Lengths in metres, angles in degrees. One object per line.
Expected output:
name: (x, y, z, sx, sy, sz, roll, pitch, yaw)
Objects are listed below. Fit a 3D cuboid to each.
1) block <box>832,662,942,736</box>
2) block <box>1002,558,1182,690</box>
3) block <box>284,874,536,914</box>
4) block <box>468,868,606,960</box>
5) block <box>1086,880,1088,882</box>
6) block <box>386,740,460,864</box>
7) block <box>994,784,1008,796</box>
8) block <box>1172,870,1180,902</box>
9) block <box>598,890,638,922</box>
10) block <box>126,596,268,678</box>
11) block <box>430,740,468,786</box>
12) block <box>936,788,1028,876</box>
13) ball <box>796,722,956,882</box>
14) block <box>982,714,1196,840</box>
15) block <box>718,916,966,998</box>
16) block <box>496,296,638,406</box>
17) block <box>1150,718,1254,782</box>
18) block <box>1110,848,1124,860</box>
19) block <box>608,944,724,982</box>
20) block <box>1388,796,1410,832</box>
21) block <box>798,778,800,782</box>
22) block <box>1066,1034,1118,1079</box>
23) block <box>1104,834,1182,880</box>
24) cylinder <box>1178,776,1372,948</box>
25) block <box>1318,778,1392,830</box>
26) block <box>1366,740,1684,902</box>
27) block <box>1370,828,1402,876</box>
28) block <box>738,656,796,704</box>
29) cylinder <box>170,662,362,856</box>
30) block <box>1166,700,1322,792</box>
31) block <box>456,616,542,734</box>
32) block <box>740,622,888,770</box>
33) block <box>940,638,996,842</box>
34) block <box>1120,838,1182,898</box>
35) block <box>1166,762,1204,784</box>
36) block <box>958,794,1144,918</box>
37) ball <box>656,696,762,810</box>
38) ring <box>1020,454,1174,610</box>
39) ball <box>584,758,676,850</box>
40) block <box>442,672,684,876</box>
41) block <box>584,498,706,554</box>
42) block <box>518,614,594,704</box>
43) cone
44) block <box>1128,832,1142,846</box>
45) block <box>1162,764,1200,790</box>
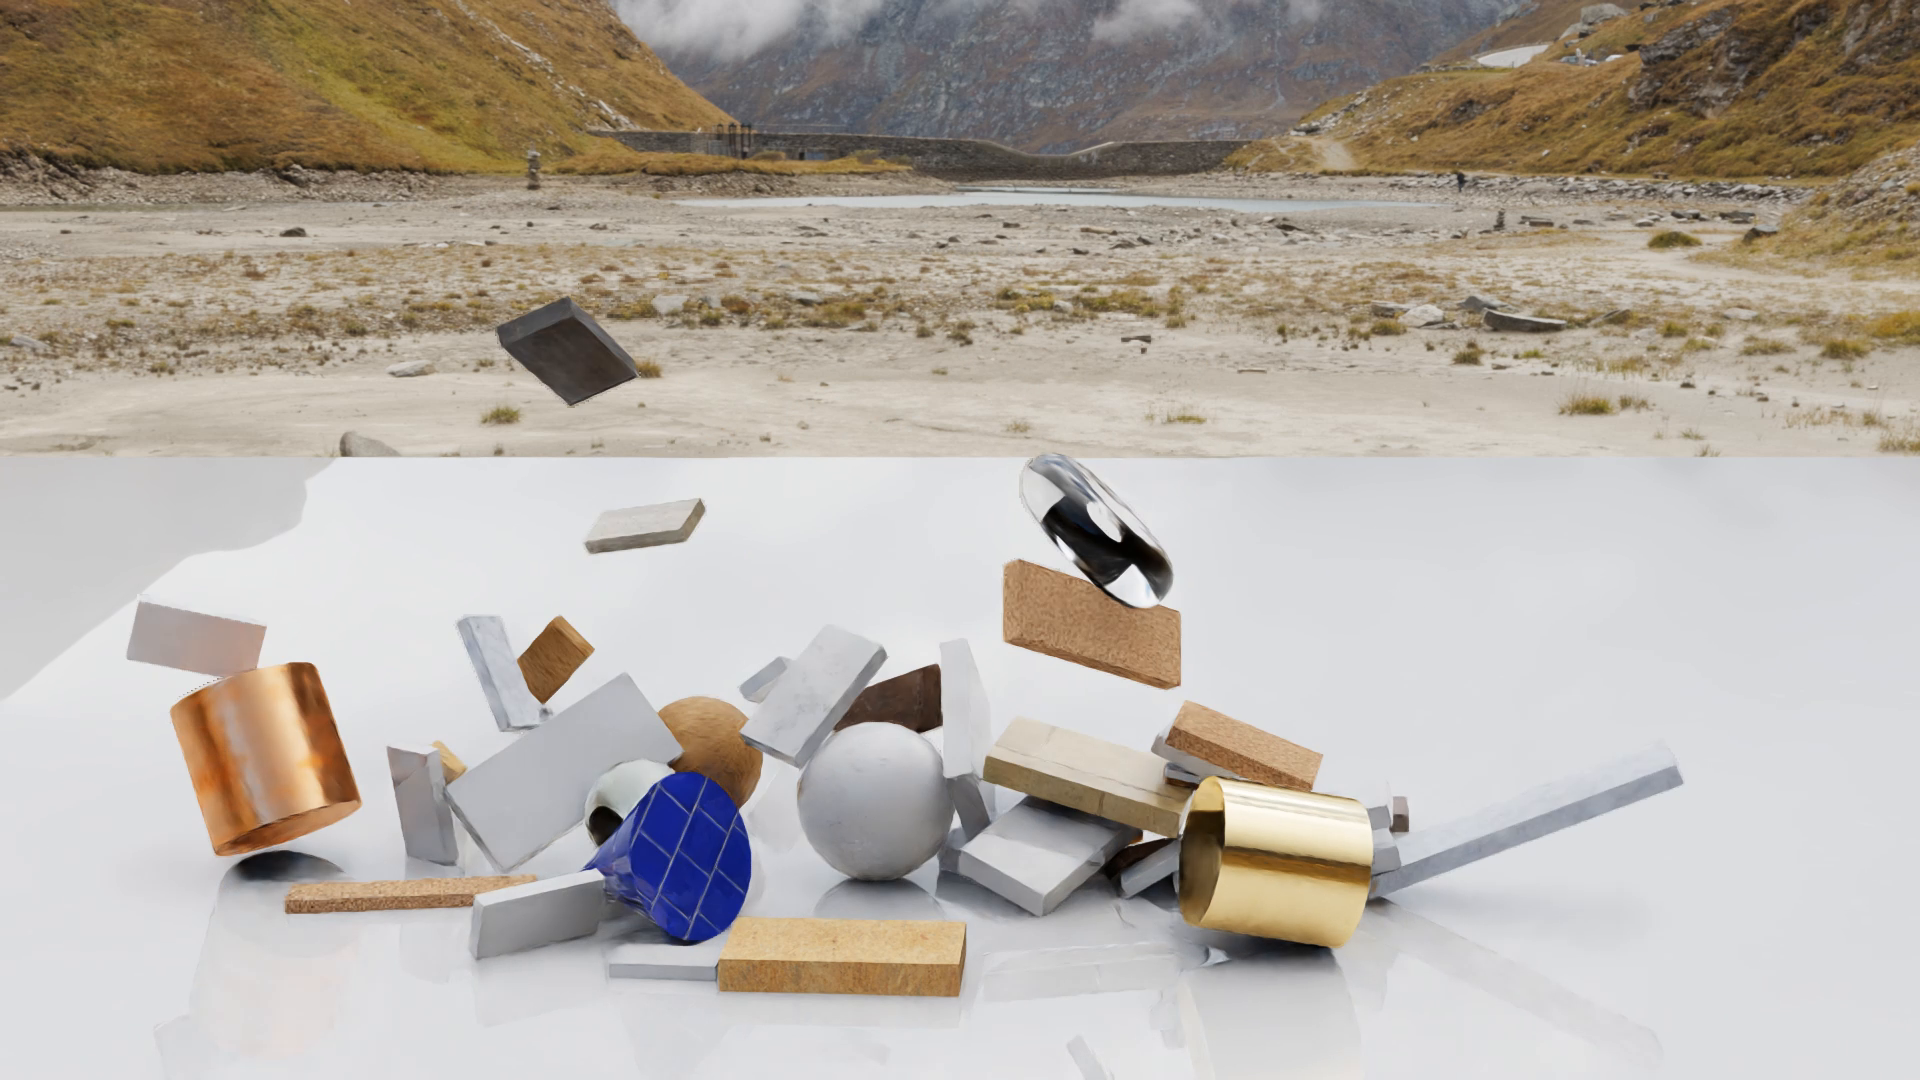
block: (-0.124, 0.310, 3.944, 0.222, 0.111, 0.031, -19, -12, -17)
block: (0.215, 0.138, 3.511, 0.360, 0.128, 0.036, 18, -27, -38)
block: (-0.904, 0.585, 3.632, 0.398, 0.023, 0.081, -1, 11, -7)
block: (-0.658, 0.581, 3.421, 0.207, 0.104, 0.029, -8, 32, -36)
block: (0.200, 0.565, 3.767, 0.045, 0.013, 0.091, 2, 11, 9)
block: (-0.933, 0.455, 3.818, 0.104, 0.207, 0.029, 6, 21, 35)
block: (0.090, 0.493, 3.998, 0.114, 0.032, 0.229, 3, 21, 20)
block: (0.487, 0.529, 3.639, 0.267, 0.038, 0.134, -14, 10, 9)
block: (-0.578, 0.588, 3.599, 0.207, 0.029, 0.104, -9, 14, -39)
block: (-1.345, 0.176, 3.879, 0.218, 0.109, 0.031, 13, 12, -19)
block: (-0.925, 0.439, 4.012, 0.081, 0.162, 0.023, 38, 58, 23)
block: (0.140, 0.486, 3.848, 0.178, 0.050, 0.356, 9, 28, 40)
ball: (-0.142, 0.442, 3.727, 0.269, 0.269, 0.269, 0, 11, 0)
block: (0.227, 0.399, 3.734, 0.341, 0.048, 0.171, 16, 24, 14)
block: (-0.173, 0.628, 3.324, 0.355, 0.050, 0.178, 1, 11, 4)
block: (-0.637, -0.306, 3.590, 0.128, 0.036, 0.256, -22, -23, 8)
block: (0.457, 0.377, 3.690, 0.249, 0.035, 0.125, 26, 23, 18)
block: (0.277, 0.546, 3.818, 0.045, 0.013, 0.091, -10, 2, -43)
block: (-0.442, 0.640, 3.335, 0.162, 0.023, 0.081, 1, 11, 6)
block: (0.710, 0.501, 4.057, 0.229, 0.032, 0.114, 2, 11, 8)
block: (-0.256, 0.459, 4.304, 0.088, 0.025, 0.175, 1, 11, 8)
block: (0.189, 0.702, 2.813, 0.025, 0.088, 0.175, -39, 12, -3)
block: (0.332, 0.538, 3.754, 0.161, 0.023, 0.081, -7, -30, -35)
cylinder: (0.485, 0.499, 3.410, 0.233, 0.233, 0.233, 10, 9, -9)
block: (0.581, 0.461, 3.651, 0.267, 0.038, 0.134, -13, 9, 14)
block: (0.903, 0.464, 3.611, 0.554, 0.035, 0.125, -23, 9, 13)
block: (0.589, 0.538, 3.658, 0.267, 0.038, 0.134, -15, 10, 5)
block: (-0.361, 0.297, 4.533, 0.111, 0.031, 0.222, -37, -20, 10)
cylinder: (-1.203, 0.380, 3.818, 0.257, 0.257, 0.257, -21, -10, -4)
block: (0.476, 0.350, 3.673, 0.249, 0.035, 0.125, 22, 22, 9)
block: (-0.938, 0.272, 4.479, 0.031, 0.246, 0.109, -29, -12, 20)
block: (-0.249, 0.264, 3.764, 0.128, 0.036, 0.256, 20, 60, 35)
block: (0.014, 0.348, 3.821, 0.048, 0.171, 0.341, -13, 38, 8)
block: (0.342, 0.534, 3.656, 0.161, 0.023, 0.081, -31, 6, 6)
block: (0.391, 0.394, 3.686, 0.091, 0.013, 0.045, 12, 12, 0)
block: (0.184, 0.485, 3.716, 0.171, 0.048, 0.385, 25, 38, 29)
ball: (-0.479, 0.403, 4.035, 0.233, 0.233, 0.233, 0, 11, 0)
ring: (0.216, -0.015, 3.450, 0.301, 0.100, 0.301, 44, 10, -10)
ball: (-0.543, 0.463, 3.725, 0.185, 0.185, 0.185, 0, 11, 0)
block: (-0.686, 0.404, 3.820, 0.380, 0.178, 0.050, -34, -8, -28)
block: (-0.630, -0.027, 4.392, 0.222, 0.031, 0.111, -7, 32, 22)
block: (-0.893, 0.262, 4.805, 0.218, 0.109, 0.031, -43, 2, 41)
cone: (-0.525, 0.524, 3.545, 0.266, 0.266, 0.266, -14, 0, 36)
block: (0.230, 0.523, 3.853, 0.161, 0.023, 0.081, -11, 17, -26)
block: (0.390, 0.402, 3.709, 0.091, 0.013, 0.045, 10, 24, -5)
